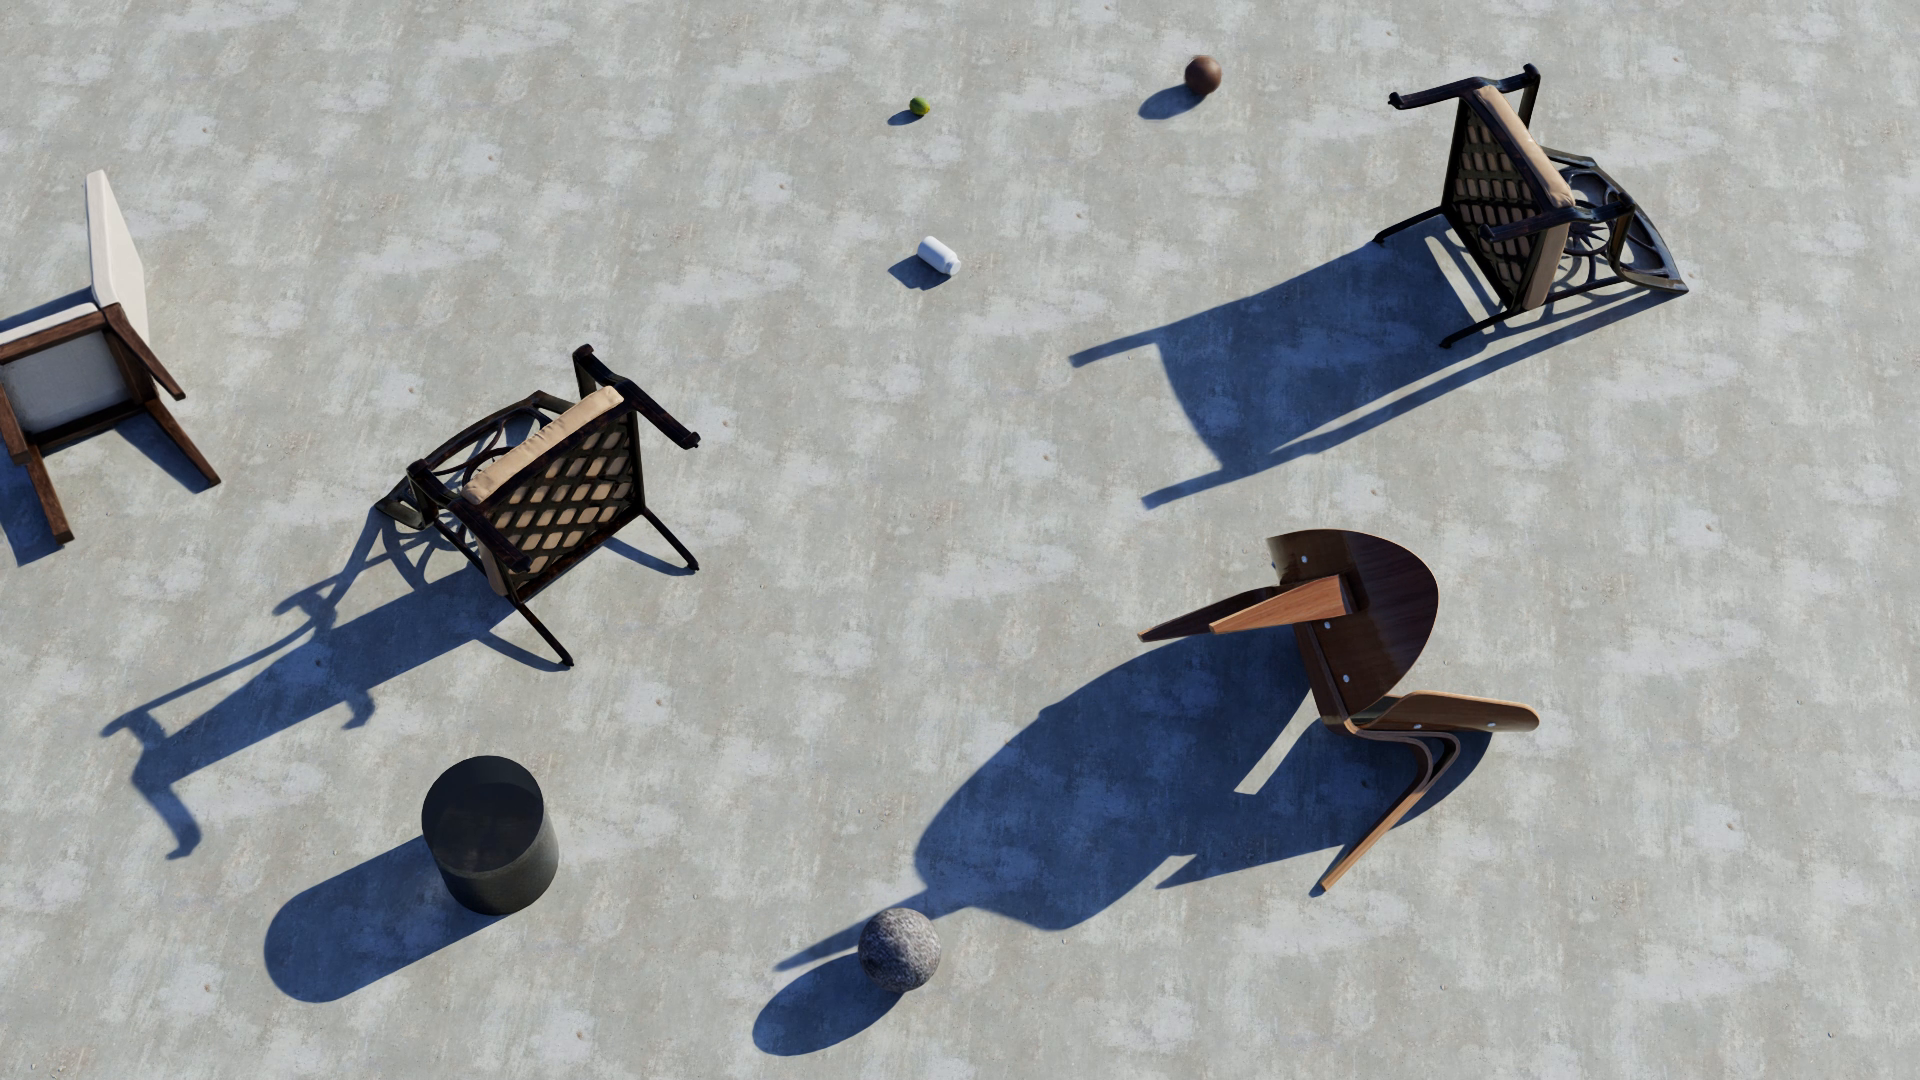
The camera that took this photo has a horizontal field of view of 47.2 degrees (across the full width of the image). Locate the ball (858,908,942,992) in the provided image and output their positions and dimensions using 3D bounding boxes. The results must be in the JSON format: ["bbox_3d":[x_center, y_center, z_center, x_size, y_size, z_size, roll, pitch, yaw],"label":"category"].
[{"bbox_3d":[-0.157,1.067,5.727,0.218,0.218,0.218,0,56,0],"label":"ball"}]

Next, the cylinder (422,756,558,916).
[{"bbox_3d":[-1.252,0.791,5.880,0.320,0.271,0.343,-11,57,-8],"label":"cylinder"}]
